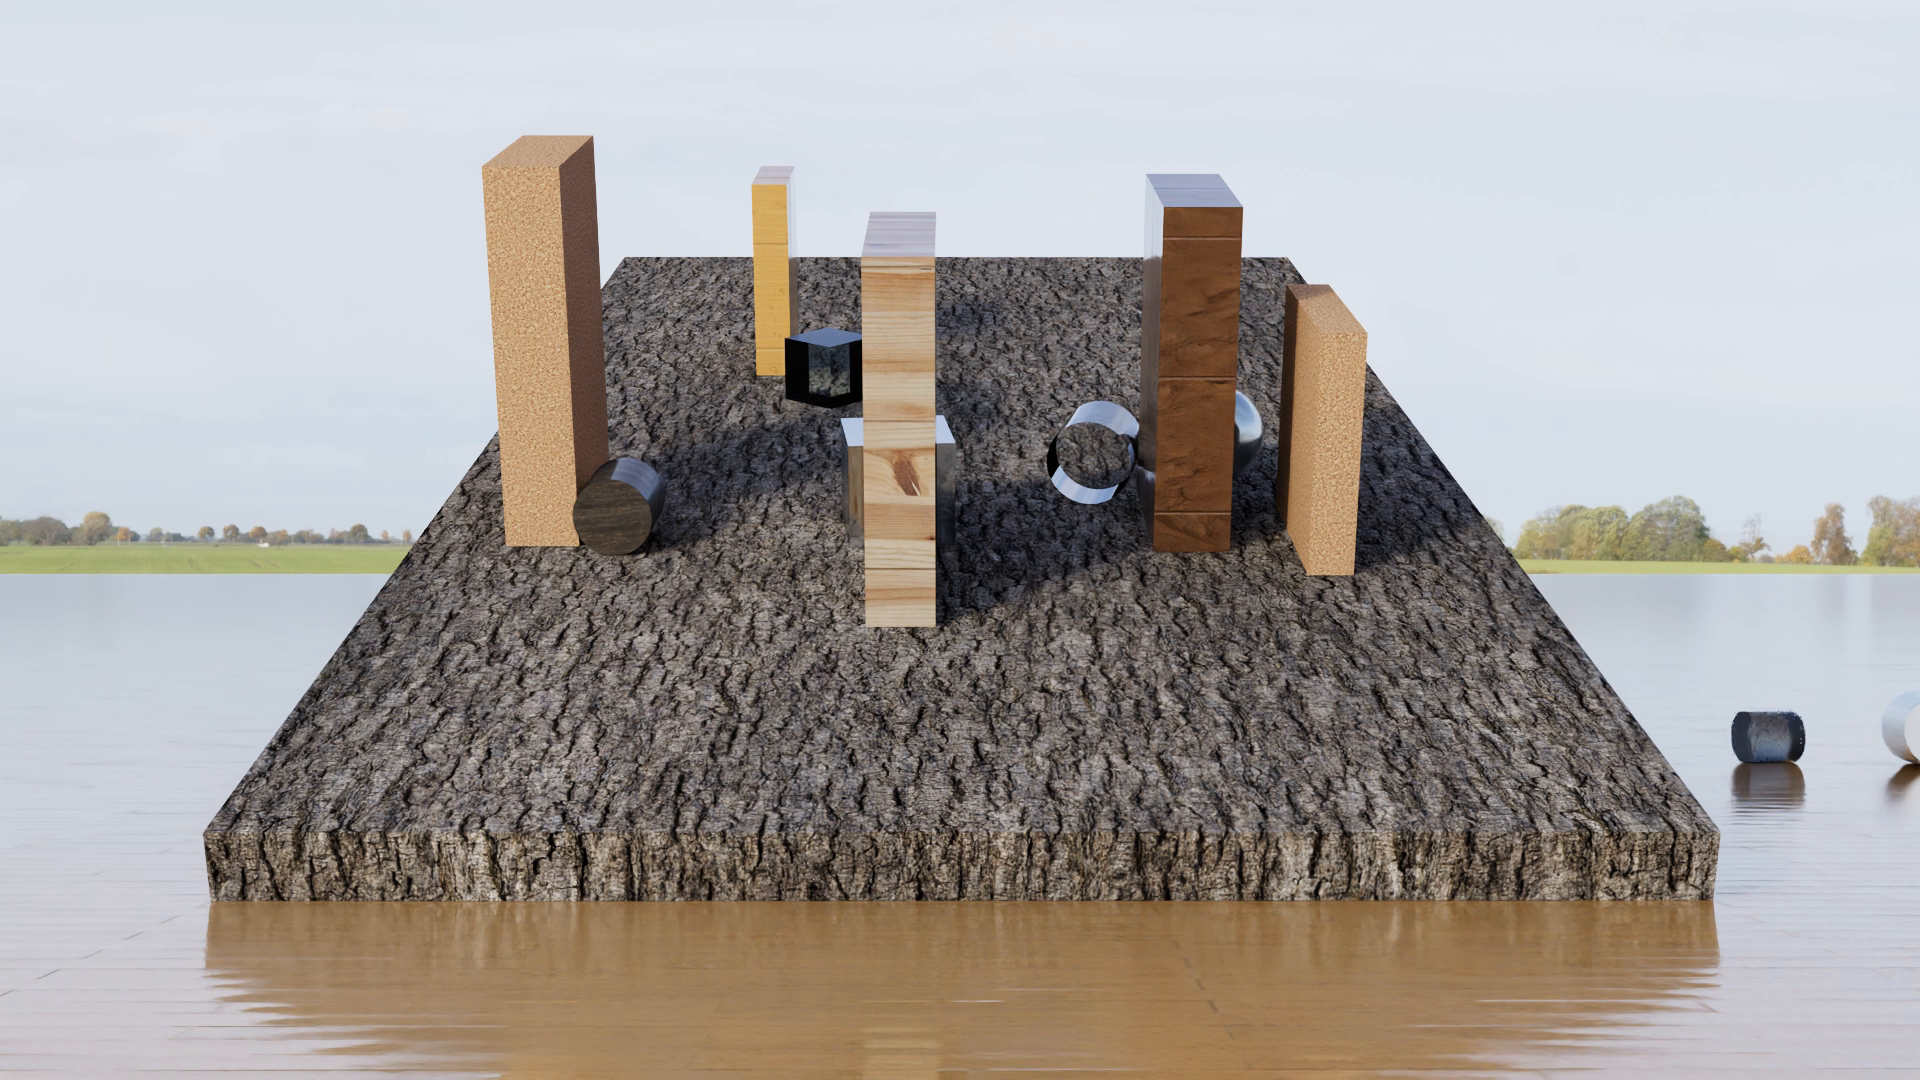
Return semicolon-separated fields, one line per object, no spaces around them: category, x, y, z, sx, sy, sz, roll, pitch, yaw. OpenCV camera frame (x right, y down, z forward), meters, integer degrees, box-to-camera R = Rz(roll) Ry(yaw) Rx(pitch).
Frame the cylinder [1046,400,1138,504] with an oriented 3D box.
cylinder;0.266;-0.173;4.396;0.165;0.165;0.165;0;18;13

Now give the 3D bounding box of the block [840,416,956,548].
block;-0.116;-0.110;4.152;0.194;0.194;0.194;-2;18;-7

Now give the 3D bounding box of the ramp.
ramp;-0.004;-0.187;4.864;2.000;0.100;4.000;0;18;0

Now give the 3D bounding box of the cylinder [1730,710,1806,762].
cylinder;1.840;0.448;5.096;0.117;0.117;0.117;0;-1;-10

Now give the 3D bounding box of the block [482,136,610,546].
block;-0.763;-0.379;4.172;0.134;0.693;0.394;0;18;0

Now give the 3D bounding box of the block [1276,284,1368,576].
block;0.653;-0.209;4.072;0.080;0.435;0.415;0;18;0

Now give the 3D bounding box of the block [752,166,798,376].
block;-0.444;-0.653;5.400;0.082;0.454;0.288;0;18;0

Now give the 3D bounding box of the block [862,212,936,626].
block;-0.098;-0.214;3.791;0.115;0.616;0.415;0;18;0

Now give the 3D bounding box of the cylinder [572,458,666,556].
cylinder;-0.622;-0.062;4.086;0.144;0.144;0.144;0;18;3

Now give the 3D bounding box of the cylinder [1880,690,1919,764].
cylinder;2.165;0.422;4.988;0.167;0.167;0.167;0;-1;5

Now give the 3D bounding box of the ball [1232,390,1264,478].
ball;0.511;-0.214;4.480;0.191;0.191;0.191;0;-1;0

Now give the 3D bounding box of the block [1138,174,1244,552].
block;0.420;-0.335;4.146;0.138;0.628;0.373;0;18;0

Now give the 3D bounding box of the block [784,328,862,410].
block;-0.298;-0.393;5.104;0.143;0.143;0.143;15;23;38
